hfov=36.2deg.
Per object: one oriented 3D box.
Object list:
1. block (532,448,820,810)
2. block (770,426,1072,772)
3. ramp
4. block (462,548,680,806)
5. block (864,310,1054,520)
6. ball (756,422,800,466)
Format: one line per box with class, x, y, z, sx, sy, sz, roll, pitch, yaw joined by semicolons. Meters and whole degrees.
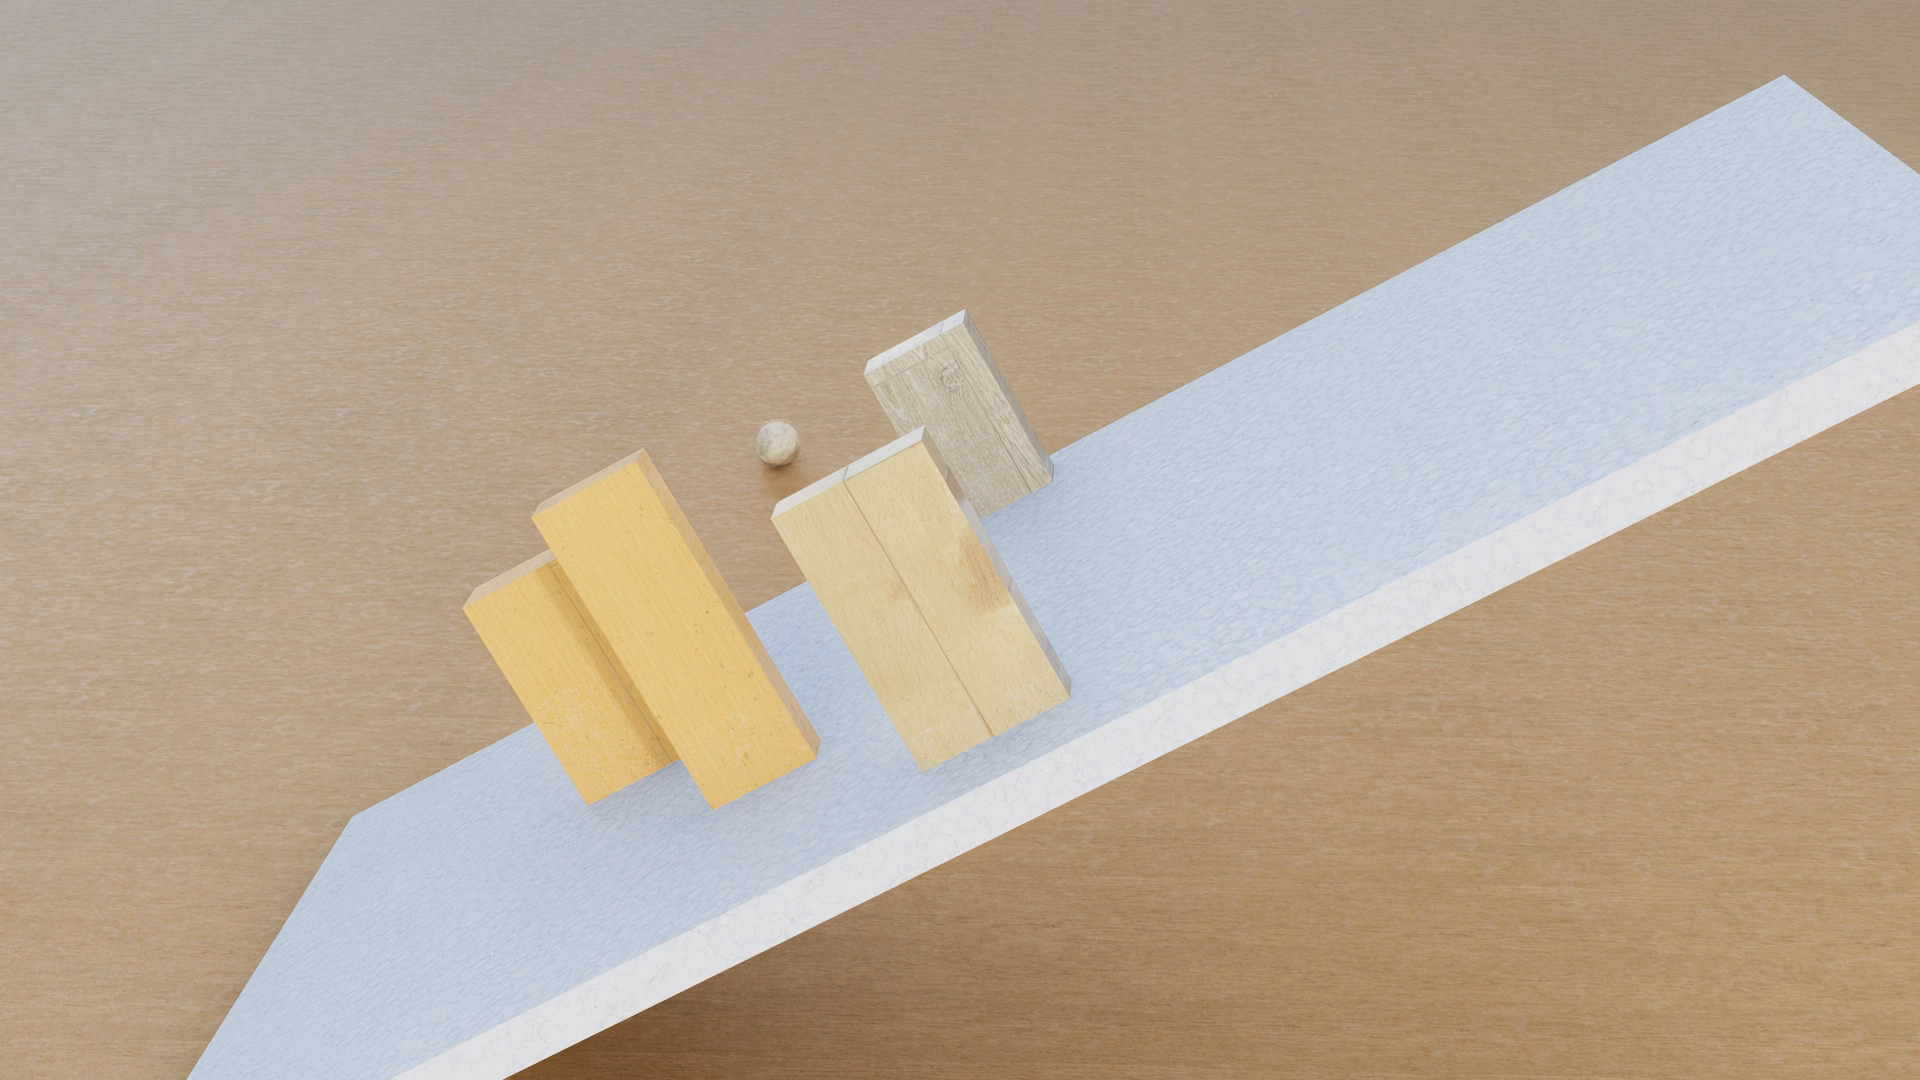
block;-0.571;0.185;5.974;0.246;0.716;0.097;-27;14;11
block;-0.068;0.113;5.513;0.319;0.571;0.102;-27;14;11
ramp;0.142;0.167;6.283;4.000;0.100;2.000;-27;14;11
block;-0.781;0.261;6.513;0.398;0.529;0.136;-27;14;11
block;0.001;-0.284;7.008;0.267;0.440;0.137;-27;14;11
ball;-0.676;-0.355;10.930;0.168;0.168;0.168;0;18;0
